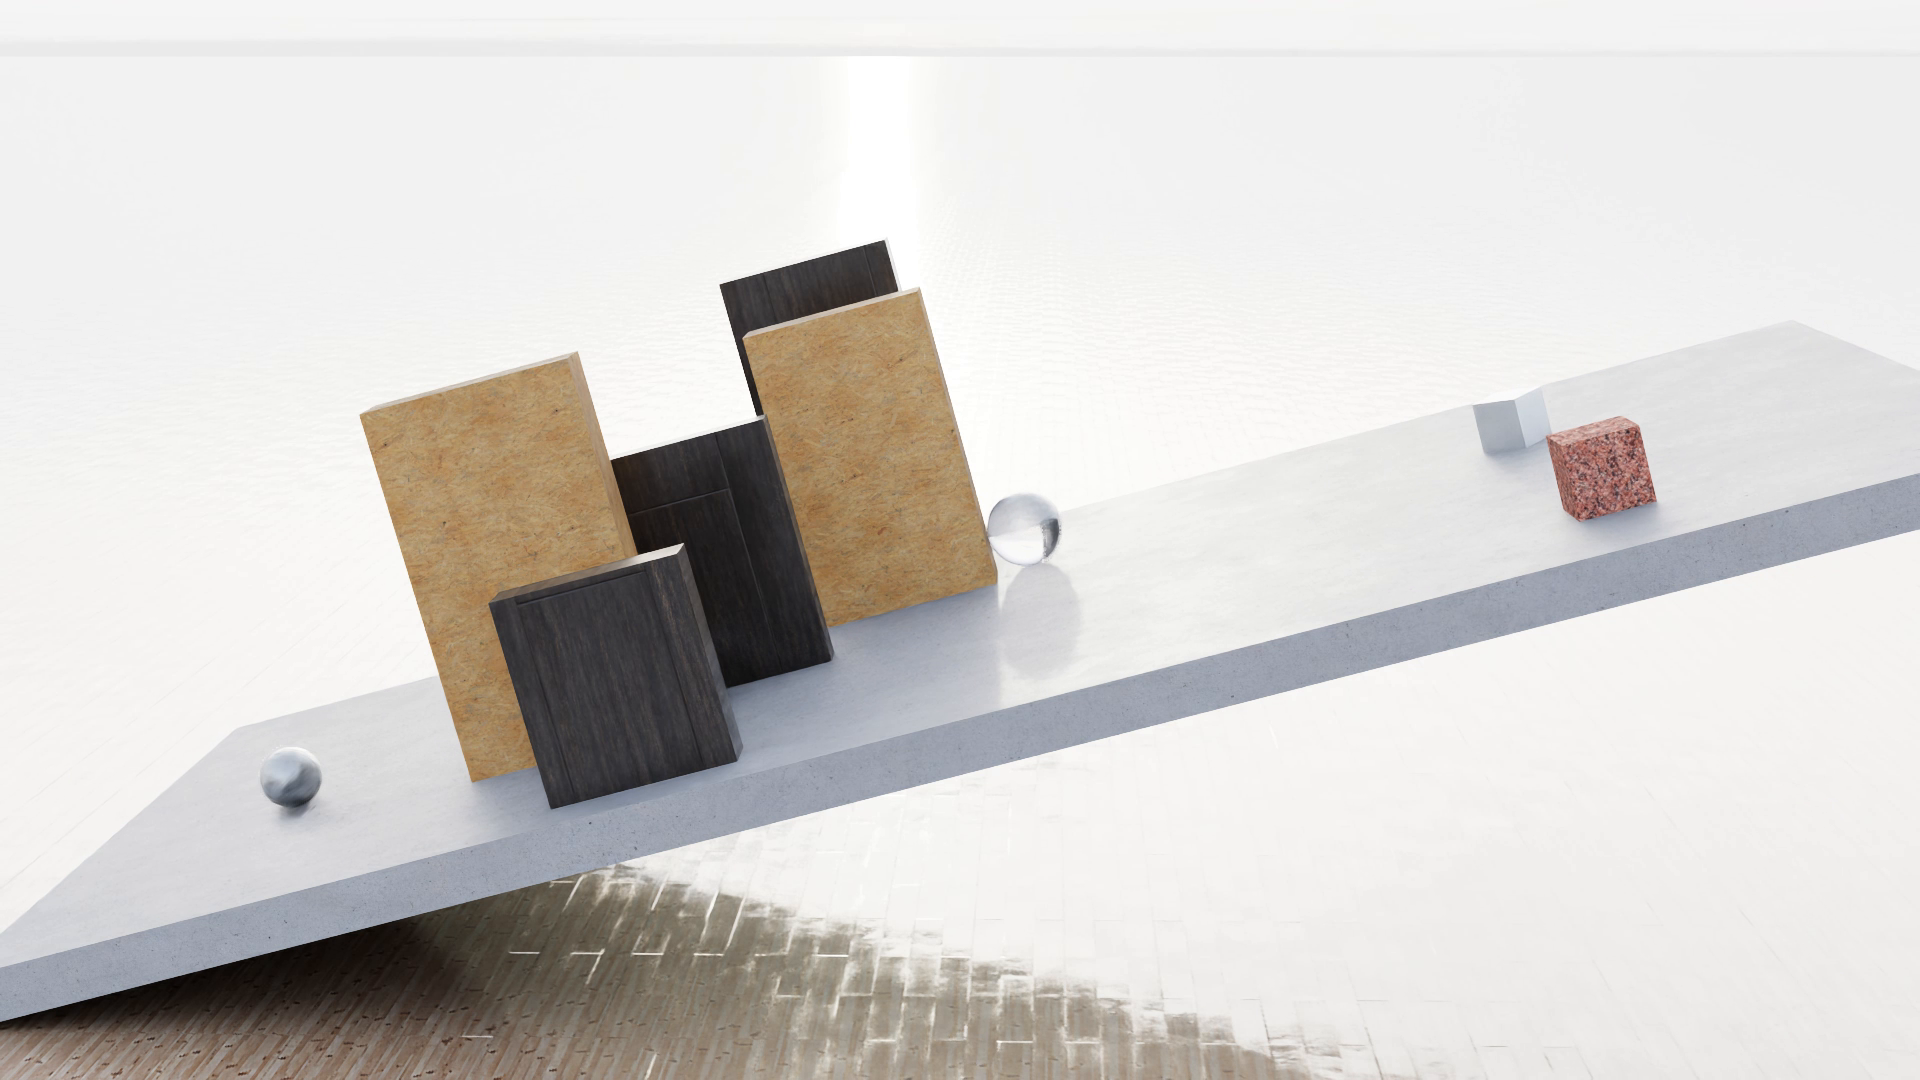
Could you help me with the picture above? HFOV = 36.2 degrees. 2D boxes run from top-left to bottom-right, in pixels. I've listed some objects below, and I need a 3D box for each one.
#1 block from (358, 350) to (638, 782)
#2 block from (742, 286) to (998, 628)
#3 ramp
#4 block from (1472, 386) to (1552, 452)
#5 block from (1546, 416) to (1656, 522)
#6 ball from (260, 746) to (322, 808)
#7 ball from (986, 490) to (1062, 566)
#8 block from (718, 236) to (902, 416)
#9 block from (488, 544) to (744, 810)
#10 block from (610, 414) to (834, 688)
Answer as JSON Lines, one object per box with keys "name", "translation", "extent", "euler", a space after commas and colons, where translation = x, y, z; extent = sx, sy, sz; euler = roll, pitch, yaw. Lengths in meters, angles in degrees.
{"name": "block", "translation": [-0.883, 0.055, 5.967], "extent": [0.433, 0.780, 0.141], "euler": [-15, 9, 4]}
{"name": "block", "translation": [-0.196, -0.186, 6.599], "extent": [0.400, 0.676, 0.141], "euler": [-15, 9, 4]}
{"name": "ramp", "translation": [0.080, 0.191, 6.329], "extent": [4.000, 0.100, 2.000], "euler": [-15, 9, 4]}
{"name": "block", "translation": [1.224, -0.267, 6.520], "extent": [0.112, 0.112, 0.112], "euler": [-6, 13, 44]}
{"name": "block", "translation": [1.226, -0.138, 5.627], "extent": [0.150, 0.150, 0.150], "euler": [-15, 9, 2]}
{"name": "ball", "translation": [-1.414, 0.501, 6.218], "extent": [0.128, 0.128, 0.128], "euler": [0, 10, 0]}
{"name": "ball", "translation": [0.147, -0.027, 6.668], "extent": [0.172, 0.172, 0.172], "euler": [0, 10, 0]}
{"name": "block", "translation": [-0.273, -0.302, 7.102], "extent": [0.410, 0.775, 0.132], "euler": [-15, 9, 4]}
{"name": "block", "translation": [-0.645, 0.256, 5.537], "extent": [0.366, 0.409, 0.110], "euler": [-15, 9, 4]}
{"name": "block", "translation": [-0.545, 0.049, 6.220], "extent": [0.427, 0.533, 0.083], "euler": [-15, 9, 4]}
